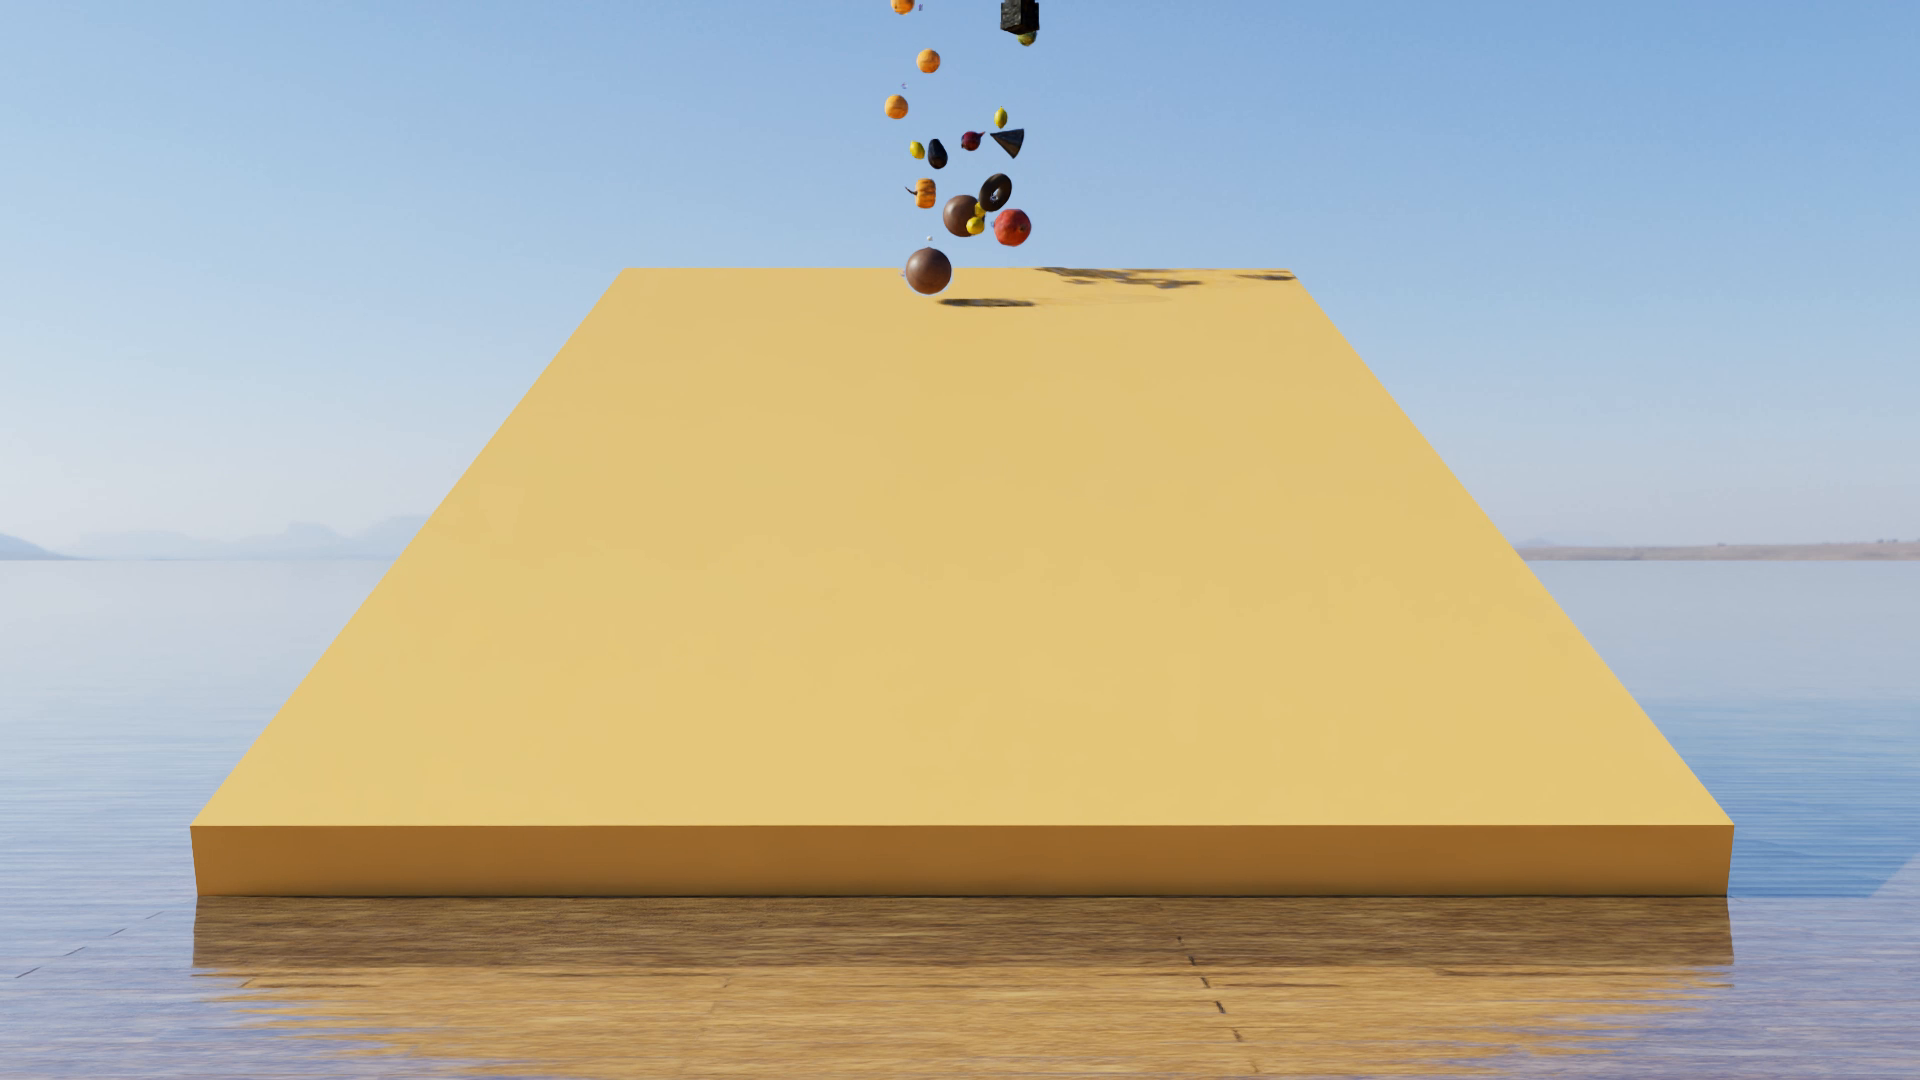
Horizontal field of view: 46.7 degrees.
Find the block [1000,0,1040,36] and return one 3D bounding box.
[{"bbox_3d":[0.168,-1.468,6.240,0.076,0.076,0.076,-4,-7,44],"label":"block"}]

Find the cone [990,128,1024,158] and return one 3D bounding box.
[{"bbox_3d":[0.127,-1.175,6.516,0.092,0.092,0.092,15,-5,-19],"label":"cone"}]

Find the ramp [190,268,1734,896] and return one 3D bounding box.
[{"bbox_3d":[-0.003,-0.177,4.806,2.000,0.100,4.000,0,17,0],"label":"ramp"}]

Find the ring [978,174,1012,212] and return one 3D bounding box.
[{"bbox_3d":[0.103,-1.008,6.459,0.040,0.120,0.120,38,21,31],"label":"ring"}]
